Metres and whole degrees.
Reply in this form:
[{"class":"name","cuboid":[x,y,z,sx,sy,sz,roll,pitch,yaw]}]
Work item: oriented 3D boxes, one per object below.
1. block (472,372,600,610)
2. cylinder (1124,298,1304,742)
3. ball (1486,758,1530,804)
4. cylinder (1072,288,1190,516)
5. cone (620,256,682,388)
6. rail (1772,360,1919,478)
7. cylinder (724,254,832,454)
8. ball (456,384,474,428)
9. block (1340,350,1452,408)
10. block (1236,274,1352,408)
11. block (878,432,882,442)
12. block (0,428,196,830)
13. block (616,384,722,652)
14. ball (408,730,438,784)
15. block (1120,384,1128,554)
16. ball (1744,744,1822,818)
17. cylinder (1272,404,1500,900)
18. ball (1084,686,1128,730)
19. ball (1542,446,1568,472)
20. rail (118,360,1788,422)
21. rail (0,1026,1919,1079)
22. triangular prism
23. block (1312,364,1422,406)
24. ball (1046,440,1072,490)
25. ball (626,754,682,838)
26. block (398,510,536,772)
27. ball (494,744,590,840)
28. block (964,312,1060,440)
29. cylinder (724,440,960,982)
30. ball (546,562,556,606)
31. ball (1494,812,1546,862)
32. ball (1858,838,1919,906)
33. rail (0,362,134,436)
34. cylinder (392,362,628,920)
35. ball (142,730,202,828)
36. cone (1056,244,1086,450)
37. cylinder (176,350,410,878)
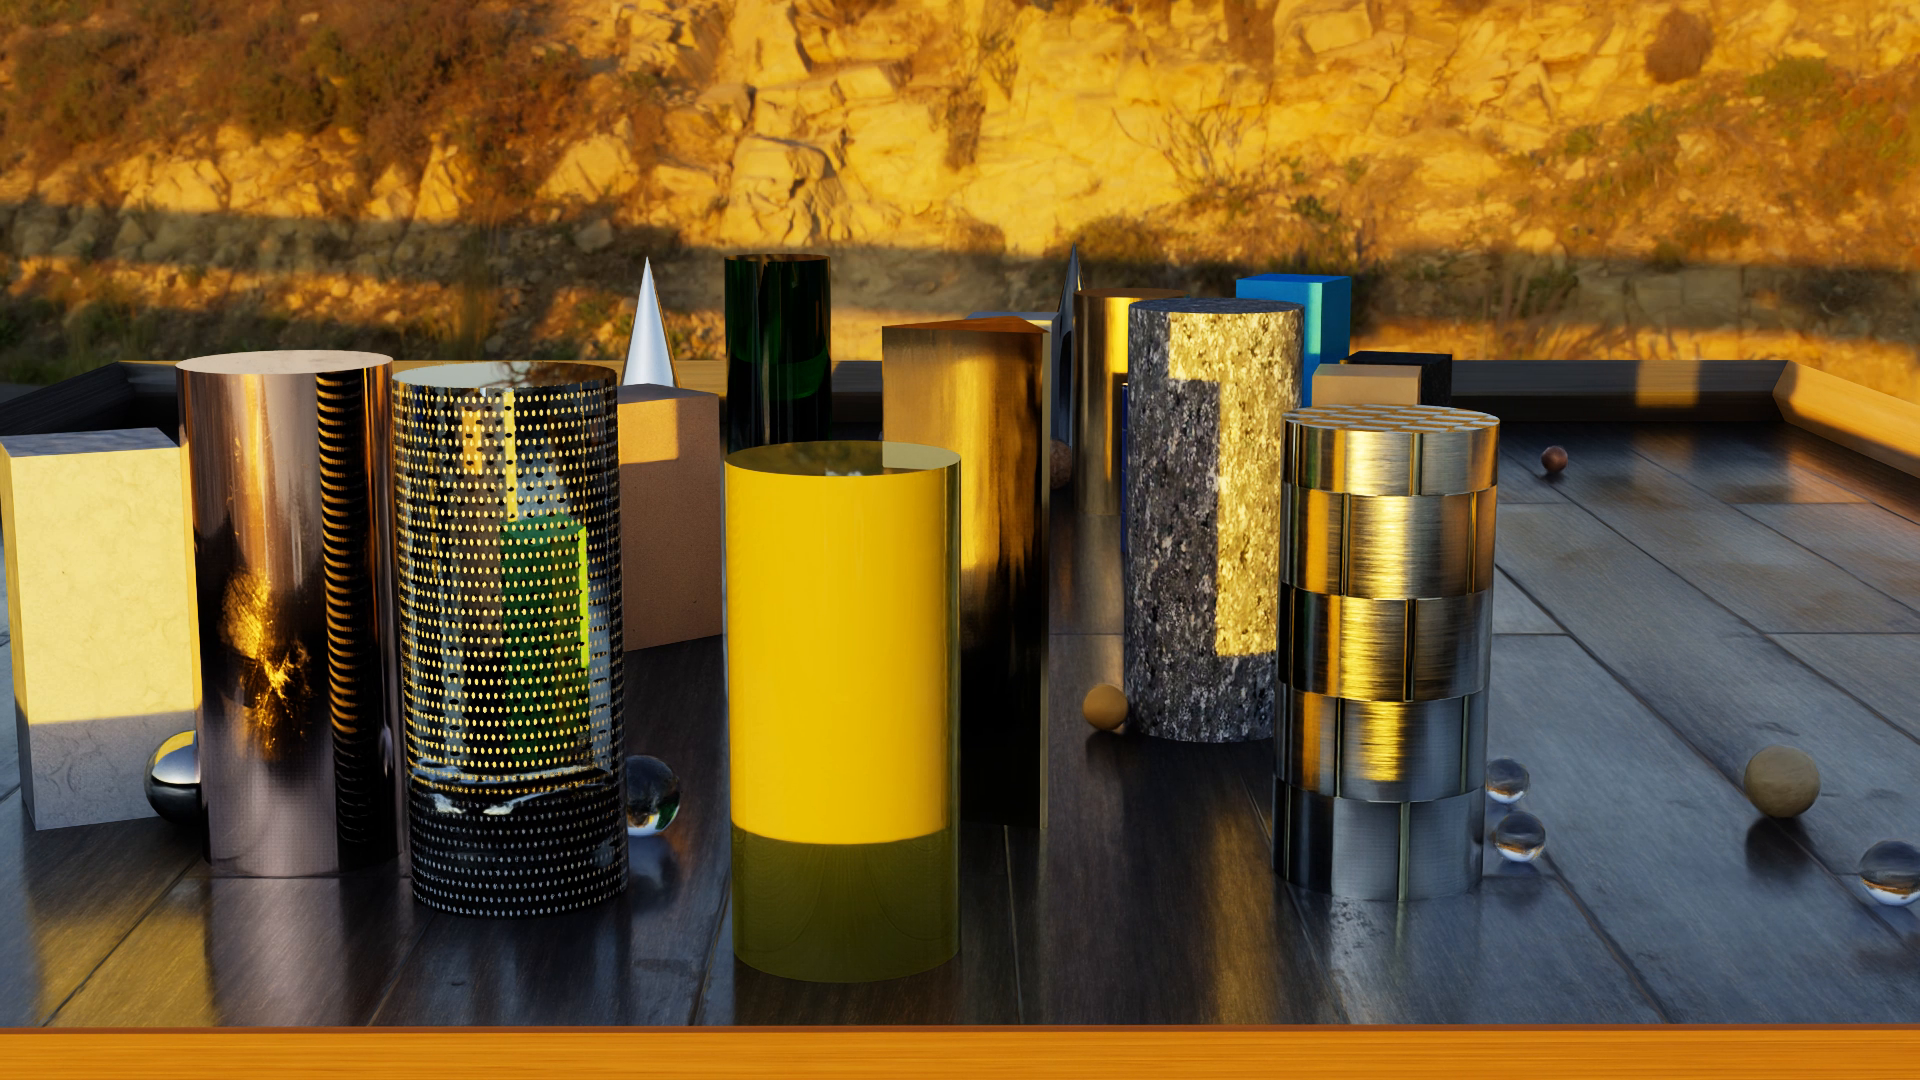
[{"class":"block","cuboid":[-0.573,-0.068,3.503,0.153,0.304,0.153,-1,11,-3]},{"class":"cylinder","cuboid":[0.279,-0.027,2.837,0.192,0.466,0.192,0,11,0]},{"class":"ball","cuboid":[0.543,0.240,2.552,0.046,0.046,0.046,0,11,0]},{"class":"cylinder","cuboid":[0.282,-0.231,4.237,0.192,0.355,0.192,0,11,0]},{"class":"cone","cuboid":[-0.532,-0.285,4.400,0.192,0.403,0.192,0,11,0]},{"class":"rail","cuboid":[1.689,0.030,3.459,0.045,0.125,3.695,0,11,0]},{"class":"cylinder","cuboid":[-0.329,-0.321,4.651,0.192,0.381,0.192,0,11,0]},{"class":"ball","cuboid":[-0.972,-0.271,5.176,0.090,0.090,0.090,0,11,0]},{"class":"block","cuboid":[0.712,-0.173,4.205,0.153,0.254,0.153,4,11,21]},{"class":"block","cuboid":[0.576,-0.274,4.453,0.153,0.361,0.153,5,12,27]},{"class":"block","cuboid":[-0.027,0.000,3.264,0.153,0.257,0.153,0,11,1]},{"class":"block","cuboid":[-0.851,0.083,2.533,0.153,0.362,0.153,-5,12,-25]},{"class":"block","cuboid":[-0.415,-0.033,3.293,0.153,0.312,0.153,-9,14,-41]},{"class":"ball","cuboid":[-0.561,0.222,2.626,0.054,0.054,0.054,0,11,0]},{"class":"block","cuboid":[0.340,-0.099,3.804,0.153,0.255,0.153,-4,11,-18]},{"class":"ball","cuboid":[0.803,0.236,2.506,0.072,0.072,0.072,0,11,0]},{"class":"cylinder","cuboid":[0.382,0.096,2.315,0.192,0.416,0.192,0,11,0]},{"class":"ball","cuboid":[0.161,0.186,2.832,0.050,0.050,0.050,0,11,0]},{"class":"ball","cuboid":[1.071,-0.145,4.619,0.047,0.047,0.047,0,11,0]},{"class":"rail","cuboid":[-0.011,-0.301,5.242,3.425,0.125,0.045,0,11,0]},{"class":"rail","cuboid":[0.011,0.366,1.656,3.425,0.125,0.045,0,11,0]},{"class":"triangular prism","cuboid":[0.028,0.025,2.524,0.166,0.479,0.144,4,11,20]},{"class":"block","cuboid":[0.610,-0.120,3.864,0.153,0.273,0.153,2,11,12]},{"class":"ball","cuboid":[0.157,-0.129,4.424,0.086,0.086,0.086,0,11,0]},{"class":"ball","cuboid":[-0.304,0.243,2.444,0.079,0.079,0.079,0,11,0]},{"class":"block","cuboid":[-0.553,0.104,2.734,0.153,0.247,0.153,1,11,8]},{"class":"ball","cuboid":[-0.397,0.239,2.435,0.091,0.091,0.091,0,11,0]},{"class":"block","cuboid":[0.092,-0.252,4.535,0.153,0.288,0.153,1,11,7]},{"class":"cylinder","cuboid":[-0.095,0.136,2.114,0.192,0.411,0.192,0,11,0]},{"class":"ball","cuboid":[-0.500,0.056,3.402,0.096,0.096,0.096,0,11,0]},{"class":"ball","cuboid":[0.517,0.274,2.367,0.047,0.047,0.047,0,11,0]},{"class":"ball","cuboid":[0.817,0.291,2.243,0.059,0.059,0.059,0,11,0]},{"class":"rail","cuboid":[-1.689,0.034,3.440,0.045,0.125,3.695,0,11,0]},{"class":"cylinder","cuboid":[-0.394,0.083,2.261,0.192,0.461,0.192,0,11,0]},{"class":"ball","cuboid":[-0.739,0.230,2.475,0.094,0.094,0.094,0,11,0]},{"class":"cone","cuboid":[0.209,-0.350,4.738,0.192,0.406,0.192,0,11,0]},{"class":"cylinder","cuboid":[-0.614,0.063,2.376,0.192,0.458,0.192,0,11,0]}]
